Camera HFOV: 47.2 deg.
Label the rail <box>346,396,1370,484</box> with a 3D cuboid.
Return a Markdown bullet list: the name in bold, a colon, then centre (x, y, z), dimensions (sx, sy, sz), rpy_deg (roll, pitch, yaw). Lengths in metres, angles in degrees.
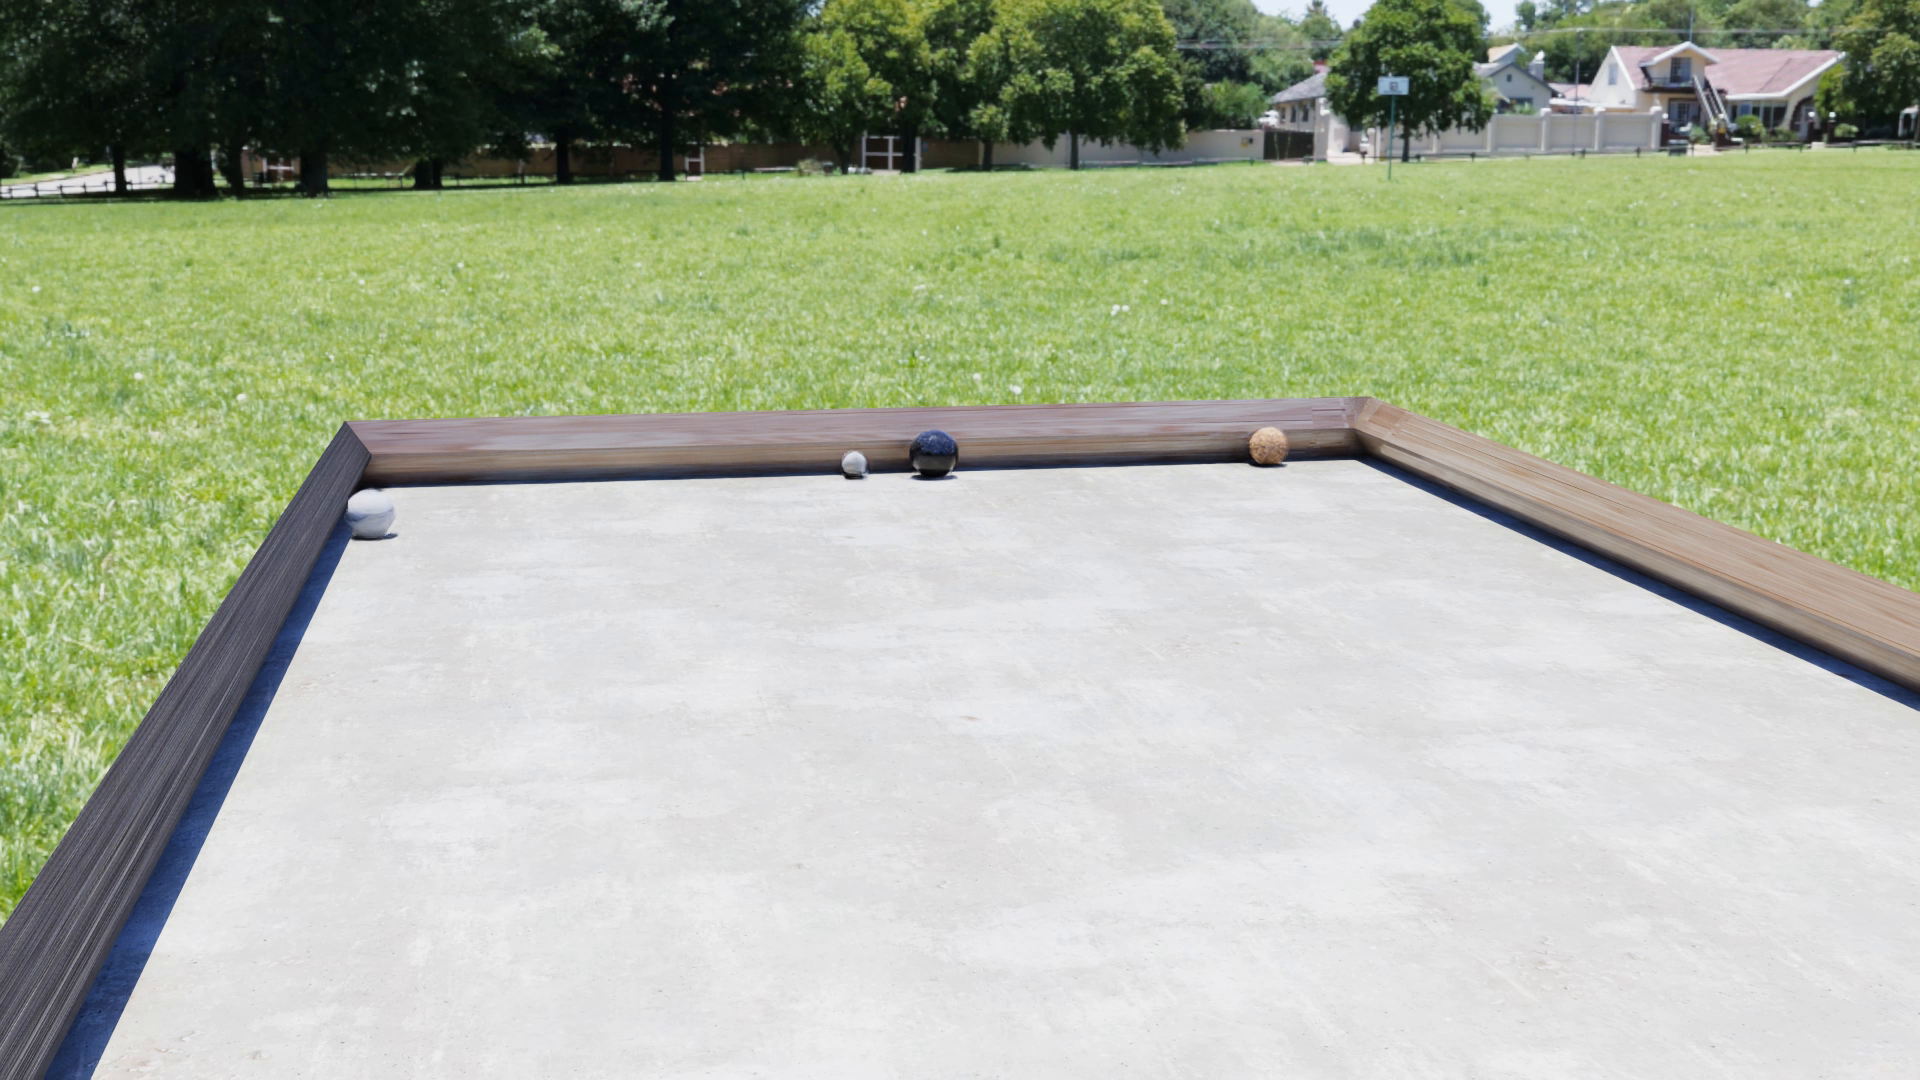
- **rail**: centre (-0.140, -0.174, 3.848), dimensions (1.816, 0.108, 0.045), rpy_deg (-2, 11, -10)

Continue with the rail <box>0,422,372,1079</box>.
- **rail**: centre (-0.726, 0.164, 2.138), dimensions (0.045, 0.108, 3.273), rpy_deg (-2, 11, -10)

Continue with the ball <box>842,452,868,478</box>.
- **ball**: centre (-0.182, -0.130, 3.796), dimensions (0.043, 0.043, 0.043), rpy_deg (0, 11, 0)

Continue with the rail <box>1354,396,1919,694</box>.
- **rail**: centre (1.015, 0.104, 2.443), dimensions (0.045, 0.108, 3.273), rpy_deg (-2, 11, -10)

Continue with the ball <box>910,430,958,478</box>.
- **ball**: centre (-0.046, -0.149, 3.792), dimensions (0.083, 0.083, 0.083), rpy_deg (0, 11, 0)

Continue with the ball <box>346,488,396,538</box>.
- **ball**: centre (-0.876, -0.040, 3.268), dimensions (0.073, 0.073, 0.073), rpy_deg (0, 11, 0)

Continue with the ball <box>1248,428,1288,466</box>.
- **ball**: centre (0.549, -0.167, 3.922), dimensions (0.068, 0.068, 0.068), rpy_deg (0, 11, 0)
